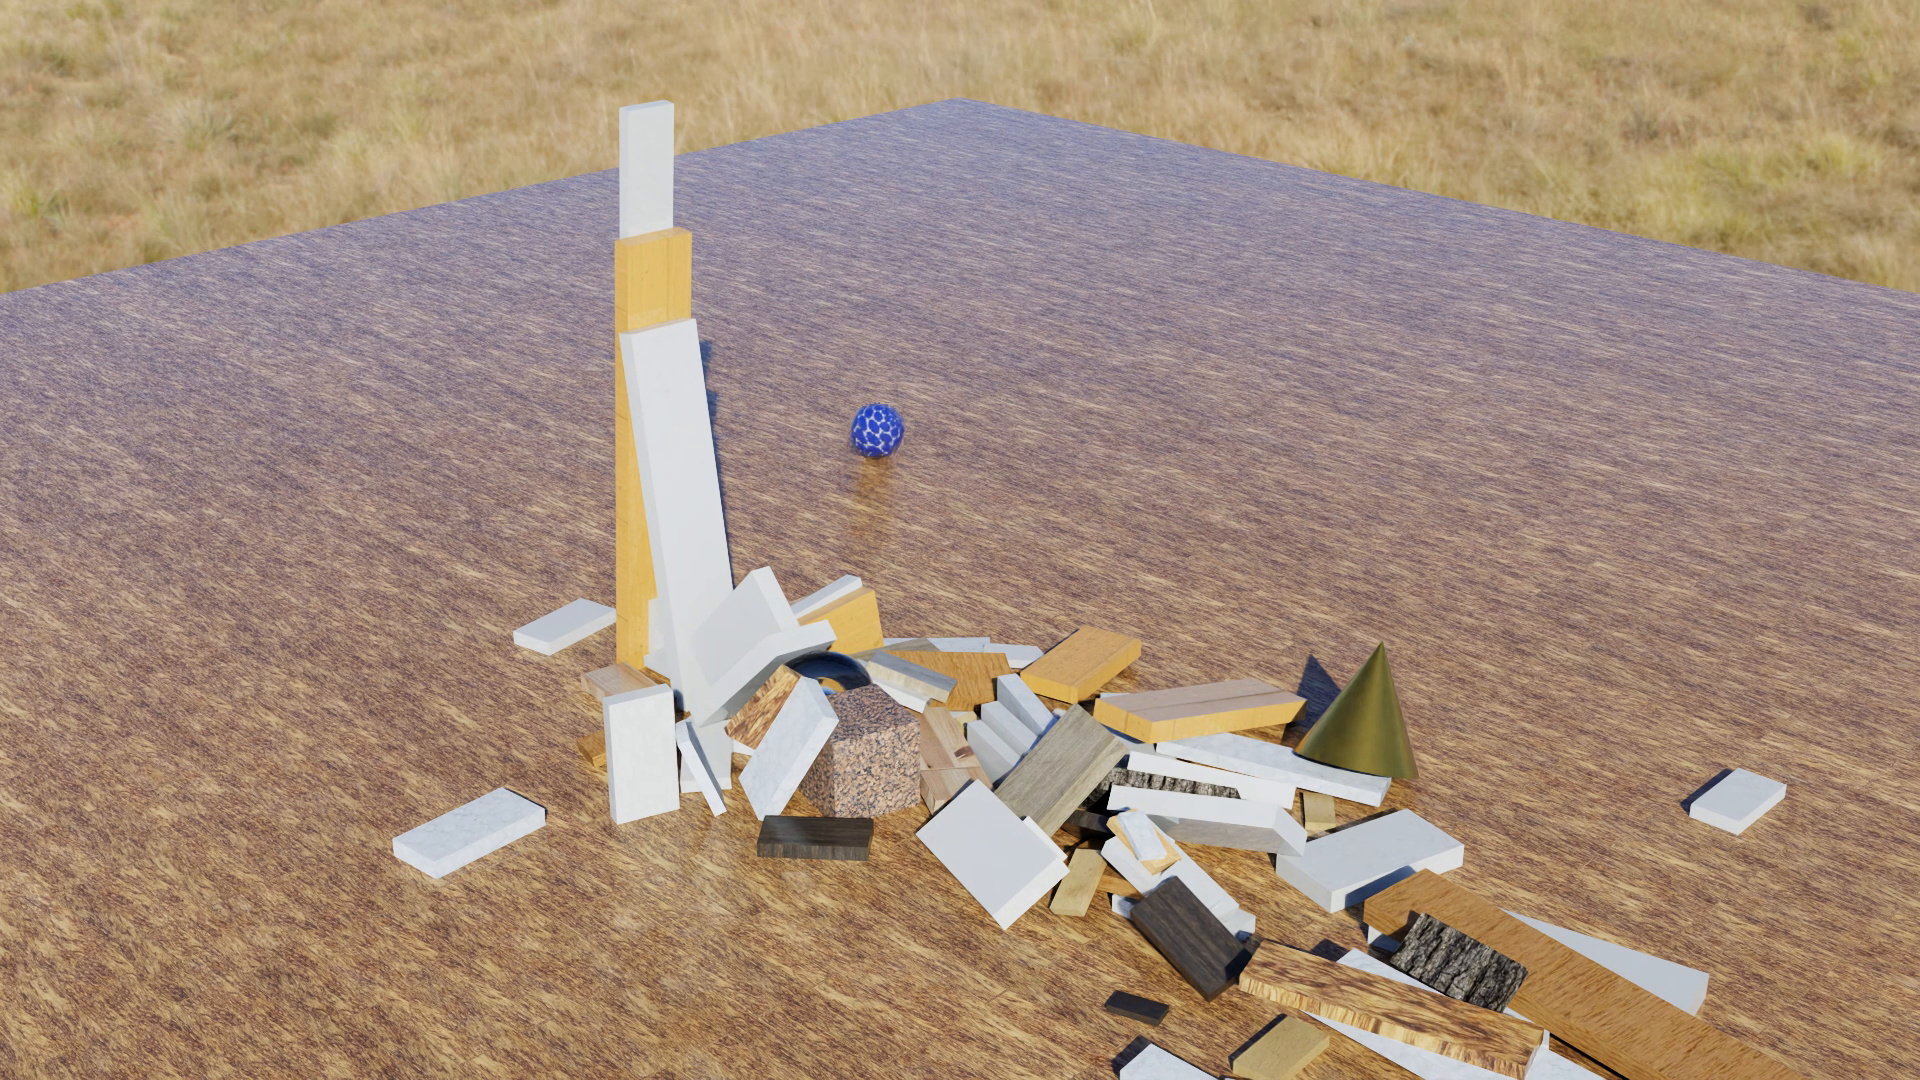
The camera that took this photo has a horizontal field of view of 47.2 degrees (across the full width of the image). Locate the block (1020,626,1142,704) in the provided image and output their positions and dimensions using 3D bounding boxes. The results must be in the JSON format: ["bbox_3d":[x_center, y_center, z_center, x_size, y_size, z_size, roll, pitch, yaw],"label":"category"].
[{"bbox_3d":[0.276,0.281,4.993,0.147,0.042,0.293,14,27,30],"label":"block"}]

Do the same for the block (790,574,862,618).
[{"bbox_3d":[-0.341,0.223,4.962,0.047,0.165,0.330,12,33,44],"label":"block"}]

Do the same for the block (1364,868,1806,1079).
[{"bbox_3d":[1.049,0.780,3.743,0.164,0.047,0.816,-19,30,-34],"label":"block"}]

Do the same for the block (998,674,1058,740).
[{"bbox_3d":[0.152,0.414,4.591,0.043,0.153,0.305,-8,24,-18],"label":"block"}]

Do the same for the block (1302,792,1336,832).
[{"bbox_3d":[0.726,0.549,4.446,0.060,0.017,0.121,2,23,6],"label":"block"}]

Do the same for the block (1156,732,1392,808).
[{"bbox_3d":[0.649,0.460,4.556,0.474,0.030,0.104,12,24,20],"label":"block"}]

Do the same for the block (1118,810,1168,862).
[{"bbox_3d":[0.335,0.545,4.055,0.053,0.015,0.106,-2,41,-25],"label":"block"}]

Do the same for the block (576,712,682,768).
[{"bbox_3d":[-0.703,0.419,4.702,0.212,0.026,0.092,-21,30,-24],"label":"block"}]

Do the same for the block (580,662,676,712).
[{"bbox_3d":[-0.741,0.341,4.916,0.114,0.032,0.229,-16,28,-34],"label":"block"}]

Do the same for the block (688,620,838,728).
[{"bbox_3d":[-0.415,0.281,4.603,0.167,0.334,0.047,-14,70,-44],"label":"block"}]

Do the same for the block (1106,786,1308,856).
[{"bbox_3d":[0.474,0.539,4.224,0.343,0.049,0.171,3,-23,30],"label":"block"}]

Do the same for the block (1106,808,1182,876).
[{"bbox_3d":[0.341,0.557,4.070,0.068,0.019,0.136,-15,48,-37],"label":"block"}]

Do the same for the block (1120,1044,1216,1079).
[{"bbox_3d":[0.506,0.947,3.454,0.578,0.024,0.084,22,37,36],"label":"block"}]

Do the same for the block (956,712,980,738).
[{"bbox_3d":[0.038,0.411,4.692,0.050,0.014,0.101,-19,54,-40],"label":"block"}]

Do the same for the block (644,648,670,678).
[{"bbox_3d":[-0.632,0.288,4.989,0.086,0.024,0.171,-20,30,-39],"label":"block"}]

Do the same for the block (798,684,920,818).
[{"bbox_3d":[-0.212,0.437,4.484,0.192,0.192,0.192,-12,26,-27],"label":"block"}]

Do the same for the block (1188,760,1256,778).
[{"bbox_3d":[0.587,0.482,4.587,0.209,0.030,0.104,0,23,0],"label":"block"}]

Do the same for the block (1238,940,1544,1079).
[{"bbox_3d":[0.715,0.780,3.668,0.491,0.031,0.108,13,31,26],"label":"block"}]

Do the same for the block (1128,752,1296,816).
[{"bbox_3d":[0.502,0.490,4.388,0.329,0.047,0.164,11,-12,11],"label":"block"}]

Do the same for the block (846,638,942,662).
[{"bbox_3d":[-0.211,0.307,4.850,0.408,0.043,0.153,-12,31,-32],"label":"block"}]

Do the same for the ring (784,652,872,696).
[{"bbox_3d":[-0.302,0.359,4.579,0.280,0.280,0.093,-12,31,-27],"label":"ring"}]

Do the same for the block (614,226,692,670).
[{"bbox_3d":[-0.681,-0.182,4.871,0.165,1.031,0.047,-20,36,-39],"label":"block"}]

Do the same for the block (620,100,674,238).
[{"bbox_3d":[-0.691,-0.318,4.842,0.114,1.306,0.032,-20,36,-39],"label":"block"}]

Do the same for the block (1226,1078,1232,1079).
[{"bbox_3d":[0.506,0.920,3.562,0.167,0.024,0.084,6,24,14],"label":"block"}]

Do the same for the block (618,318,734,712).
[{"bbox_3d":[-0.601,-0.051,4.797,0.167,0.849,0.047,-20,22,-39],"label":"block"}]

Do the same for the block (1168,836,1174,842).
[{"bbox_3d":[0.337,0.570,4.296,0.162,0.019,0.068,5,-24,47],"label":"block"}]

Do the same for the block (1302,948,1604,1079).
[{"bbox_3d":[0.982,0.911,3.489,0.978,0.043,0.153,24,37,39],"label":"block"}]

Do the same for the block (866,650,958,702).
[{"bbox_3d":[-0.103,0.291,4.706,0.184,0.026,0.092,21,16,6],"label":"block"}]

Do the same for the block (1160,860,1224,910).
[{"bbox_3d":[0.423,0.633,4.012,0.106,0.015,0.053,37,40,23],"label":"block"}]

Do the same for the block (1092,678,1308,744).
[{"bbox_3d":[0.519,0.362,4.696,0.499,0.046,0.164,-3,16,-42],"label":"block"}]

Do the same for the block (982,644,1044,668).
[{"bbox_3d":[0.131,0.267,5.044,0.143,0.020,0.072,5,26,-32],"label":"block"}]

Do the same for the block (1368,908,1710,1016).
[{"bbox_3d":[1.028,0.749,3.934,0.565,0.049,0.171,14,27,31],"label":"block"}]

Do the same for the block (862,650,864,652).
[{"bbox_3d":[-0.225,0.300,4.955,0.050,0.014,0.101,28,62,14],"label":"block"}]

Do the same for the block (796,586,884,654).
[{"bbox_3d":[-0.325,0.241,4.918,0.363,0.147,0.042,-26,27,-38],"label":"block"}]

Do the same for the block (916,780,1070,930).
[{"bbox_3d":[0.059,0.595,4.193,0.164,0.046,0.328,-41,34,-7],"label":"block"}]

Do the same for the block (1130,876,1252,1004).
[{"bbox_3d":[0.413,0.708,3.911,0.108,0.031,0.217,-33,56,-17],"label":"block"}]

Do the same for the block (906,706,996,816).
[{"bbox_3d":[-0.042,0.456,4.563,0.136,0.039,0.330,-2,30,-21],"label":"block"}]

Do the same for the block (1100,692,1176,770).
[{"bbox_3d":[0.380,0.419,4.719,0.153,0.043,0.307,1,23,3],"label":"block"}]
